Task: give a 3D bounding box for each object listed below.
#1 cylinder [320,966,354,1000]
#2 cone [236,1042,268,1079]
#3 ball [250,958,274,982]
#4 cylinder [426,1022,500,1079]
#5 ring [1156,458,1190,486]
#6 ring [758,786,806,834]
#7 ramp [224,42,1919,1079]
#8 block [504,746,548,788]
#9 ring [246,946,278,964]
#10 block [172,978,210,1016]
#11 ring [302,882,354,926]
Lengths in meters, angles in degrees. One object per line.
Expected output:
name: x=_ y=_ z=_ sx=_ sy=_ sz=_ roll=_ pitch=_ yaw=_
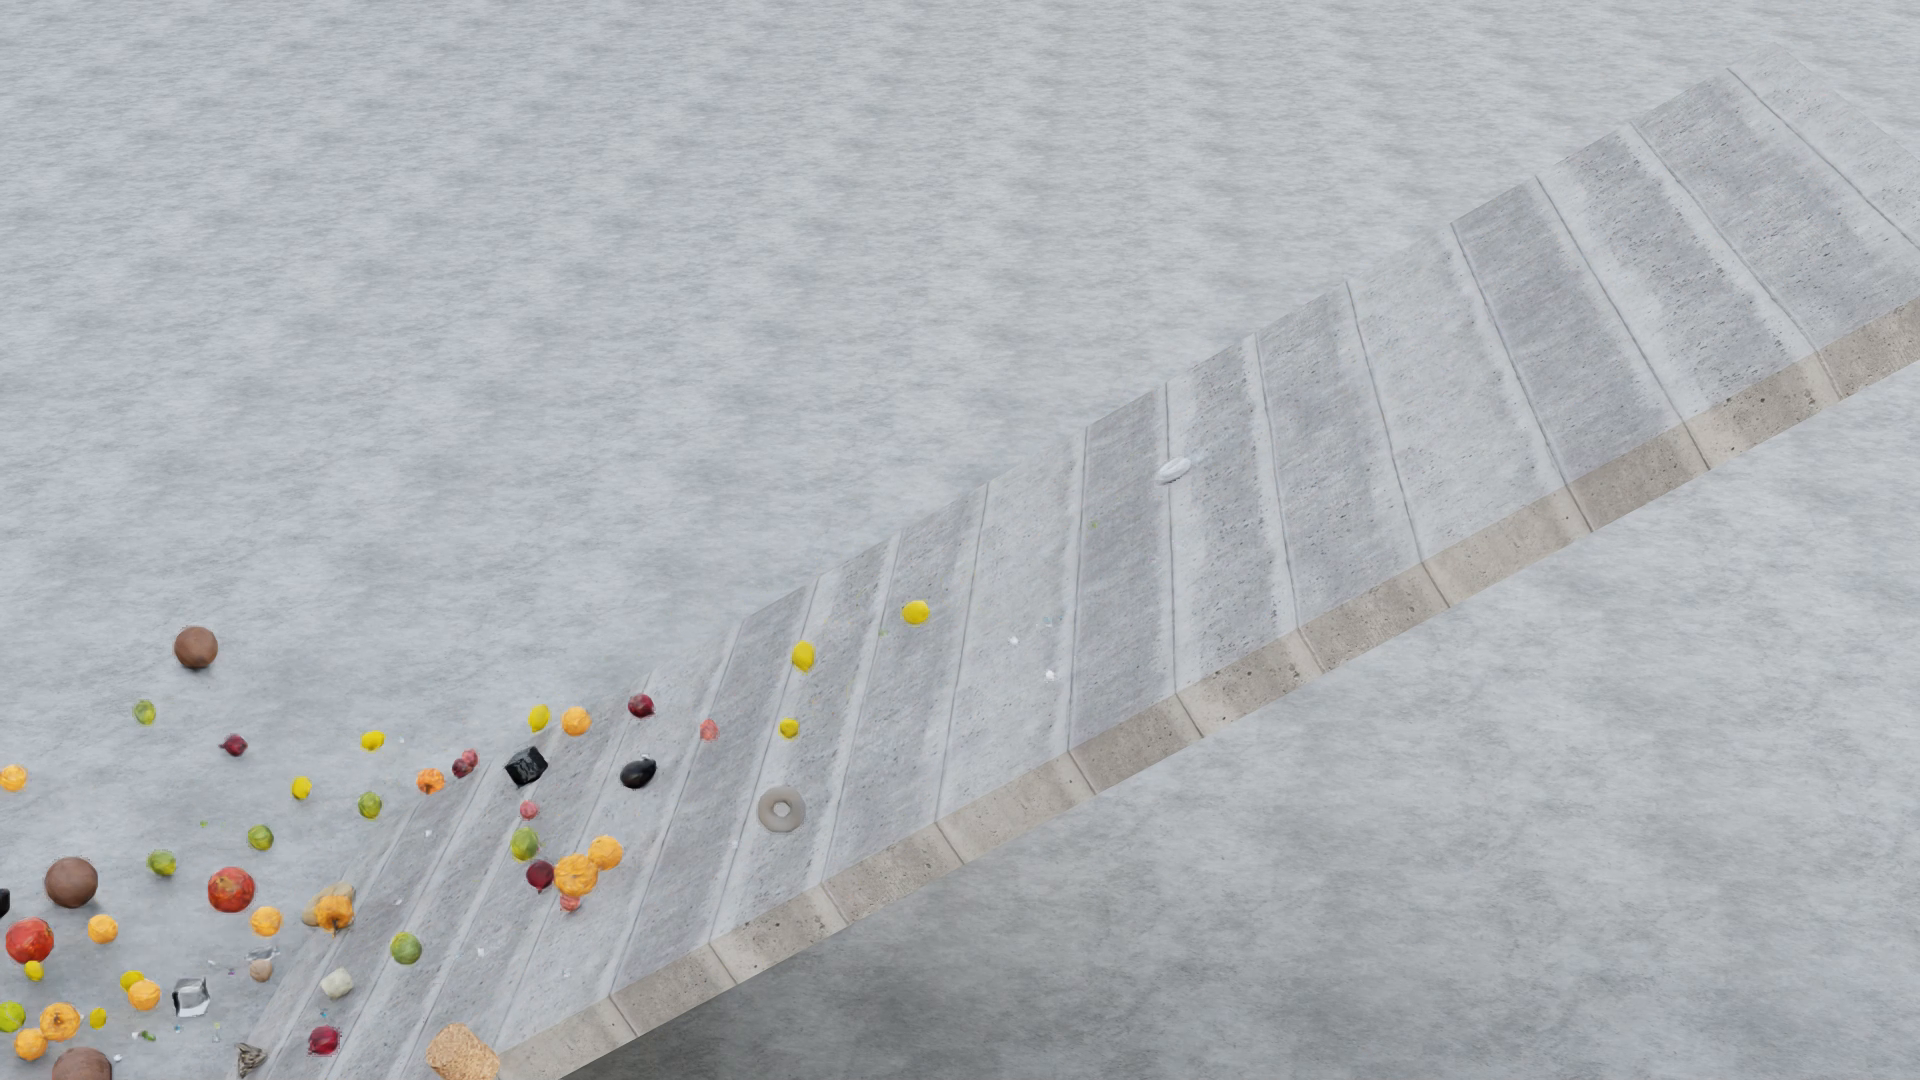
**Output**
cylinder: x=-1.370 y=0.977 z=6.472 sx=0.054 sy=0.054 sz=0.054 roll=-34 pitch=26 yaw=-5
cone: x=-1.542 y=1.134 z=6.352 sx=0.073 sy=0.073 sz=0.073 roll=23 pitch=-3 yaw=1
ball: x=-1.645 y=1.014 z=6.926 sx=0.056 sy=0.056 sz=0.056 roll=0 pitch=19 yaw=0
cylinder: x=-0.937 y=0.977 z=5.536 sx=0.098 sy=0.098 sz=0.098 roll=-24 pitch=36 yaw=19
ring: x=0.462 y=-0.149 z=6.402 sx=0.085 sy=0.028 sz=0.085 roll=-32 pitch=14 yaw=9
ring: x=-0.340 y=0.514 z=5.603 sx=0.093 sy=0.093 sz=0.031 roll=-1 pitch=2 yaw=-3
ramp: x=0.141 y=0.168 z=6.288 sx=4.000 sy=0.100 sz=2.000 roll=-29 pitch=15 yaw=13
block: x=-1.059 y=0.554 z=7.188 sx=0.064 sy=0.064 sz=0.064 roll=-25 pitch=16 yaw=27
ring: x=-1.691 y=1.005 z=7.125 sx=0.077 sy=0.026 sz=0.077 roll=-13 pitch=9 yaw=2
block: x=-1.797 y=1.068 z=6.873 sx=0.063 sy=0.063 sz=0.063 roll=-4 pitch=23 yaw=2
ring: x=-1.532 y=0.882 z=7.130 sx=0.145 sy=0.048 sz=0.145 roll=-30 pitch=16 yaw=10
